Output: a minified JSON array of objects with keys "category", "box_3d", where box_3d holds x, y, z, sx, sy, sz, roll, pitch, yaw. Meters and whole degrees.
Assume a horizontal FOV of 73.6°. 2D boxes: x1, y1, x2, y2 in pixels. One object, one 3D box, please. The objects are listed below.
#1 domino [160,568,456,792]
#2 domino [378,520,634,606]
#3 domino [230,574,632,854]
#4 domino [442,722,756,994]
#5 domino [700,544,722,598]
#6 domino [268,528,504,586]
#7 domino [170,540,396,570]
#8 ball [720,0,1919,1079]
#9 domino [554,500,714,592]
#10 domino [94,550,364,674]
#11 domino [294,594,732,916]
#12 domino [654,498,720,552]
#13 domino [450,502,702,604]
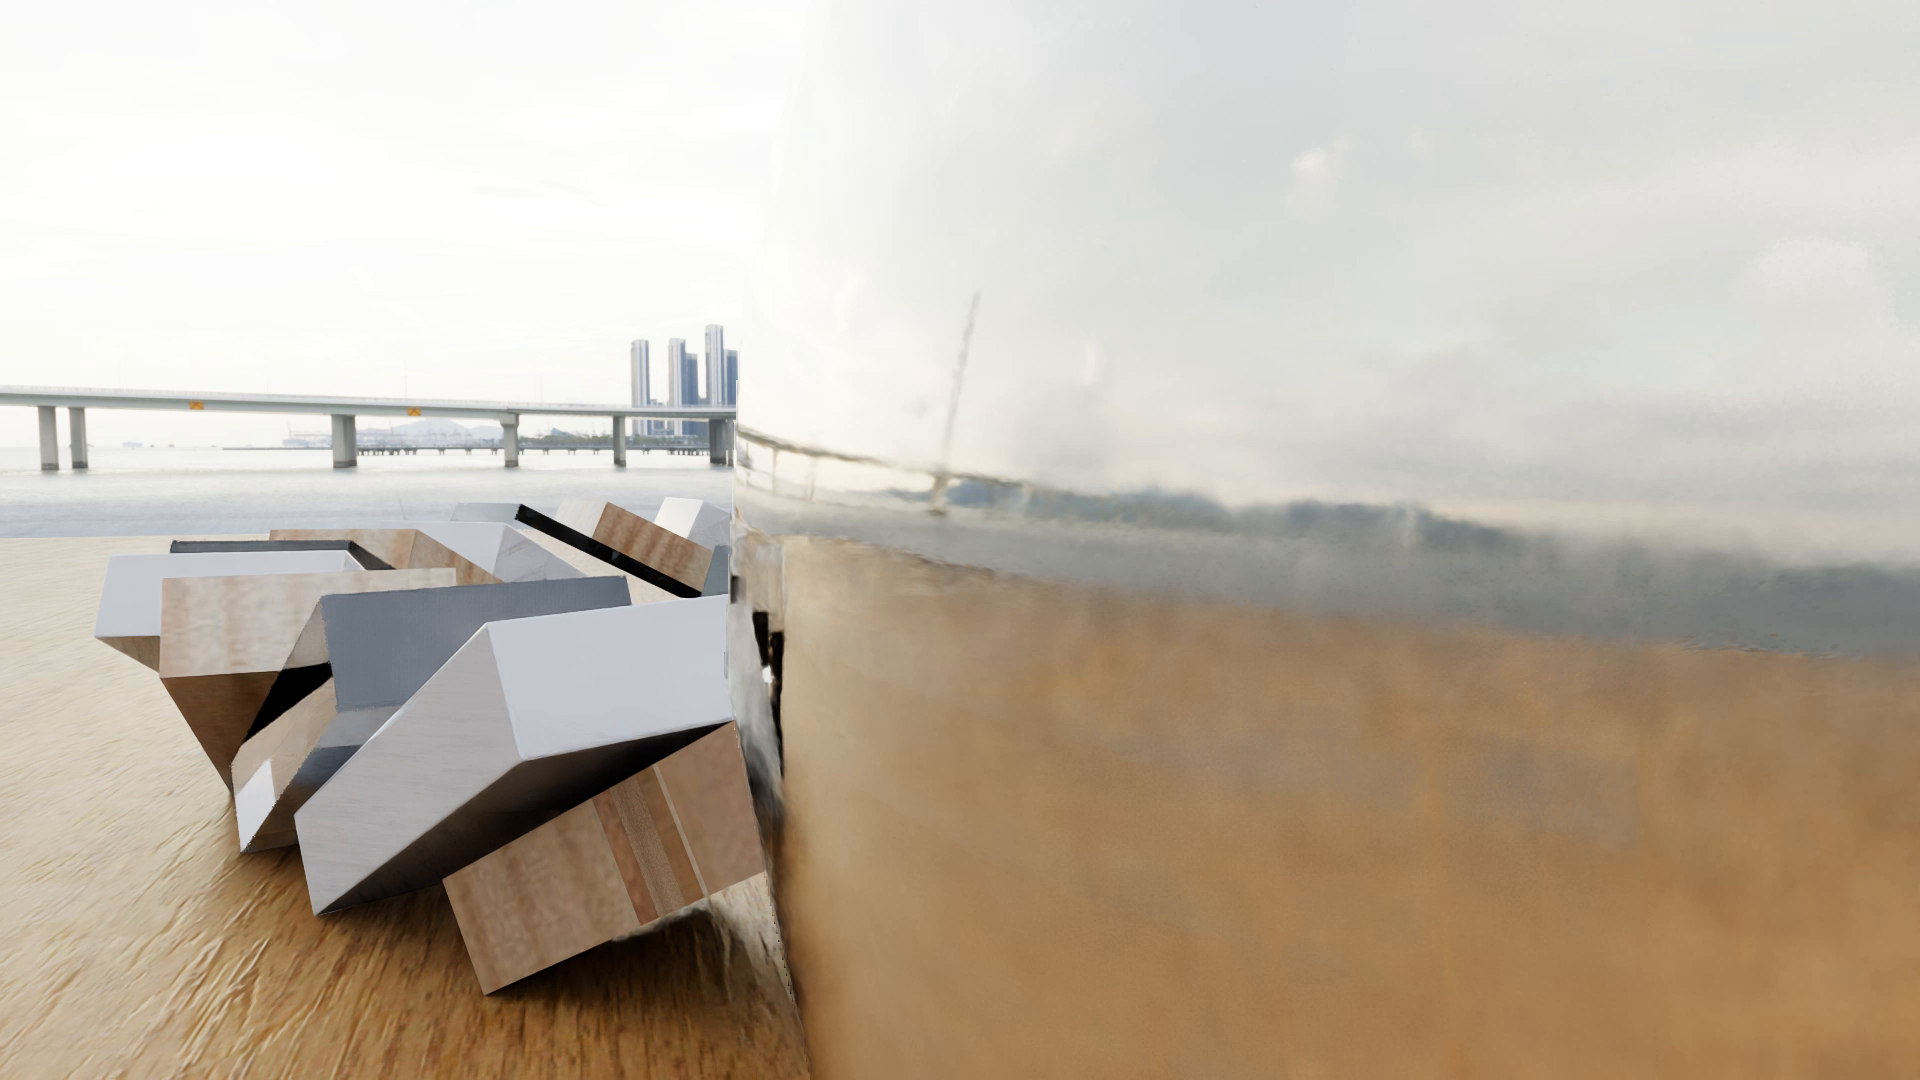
[{"category":"domino","box_3d":[-0.070,0.017,0.142,0.025,0.010,0.050,-2,-21,-24]},{"category":"domino","box_3d":[-0.081,0.010,0.236,0.025,0.009,0.050,1,-20,17]},{"category":"domino","box_3d":[-0.052,0.018,0.124,0.025,0.010,0.050,-3,-21,-38]},{"category":"domino","box_3d":[-0.014,0.019,0.097,0.050,0.010,0.025,-30,-11,31]},{"category":"domino","box_3d":[-0.014,0.013,0.205,0.025,0.010,0.050,3,-16,44]},{"category":"domino","box_3d":[-0.087,0.012,0.212,0.025,0.010,0.050,0,-21,13]},{"category":"domino","box_3d":[-0.088,0.013,0.188,0.025,0.009,0.050,0,-21,7]},{"category":"ball","box_3d":[0.034,0.000,0.037,0.080,0.080,0.080,0,4,0]},{"category":"domino","box_3d":[-0.062,0.006,0.281,0.050,0.010,0.025,29,-15,-35]},{"category":"domino","box_3d":[-0.083,0.015,0.164,0.025,0.009,0.050,-1,-21,-6]},{"category":"domino","box_3d":[-0.035,0.019,0.108,0.025,0.010,0.050,-6,-20,-43]},{"category":"domino","box_3d":[-0.044,0.005,0.296,0.050,0.010,0.025,27,-11,-30]},{"category":"domino","box_3d":[-0.077,0.007,0.262,0.025,0.010,0.050,2,-22,43]}]
